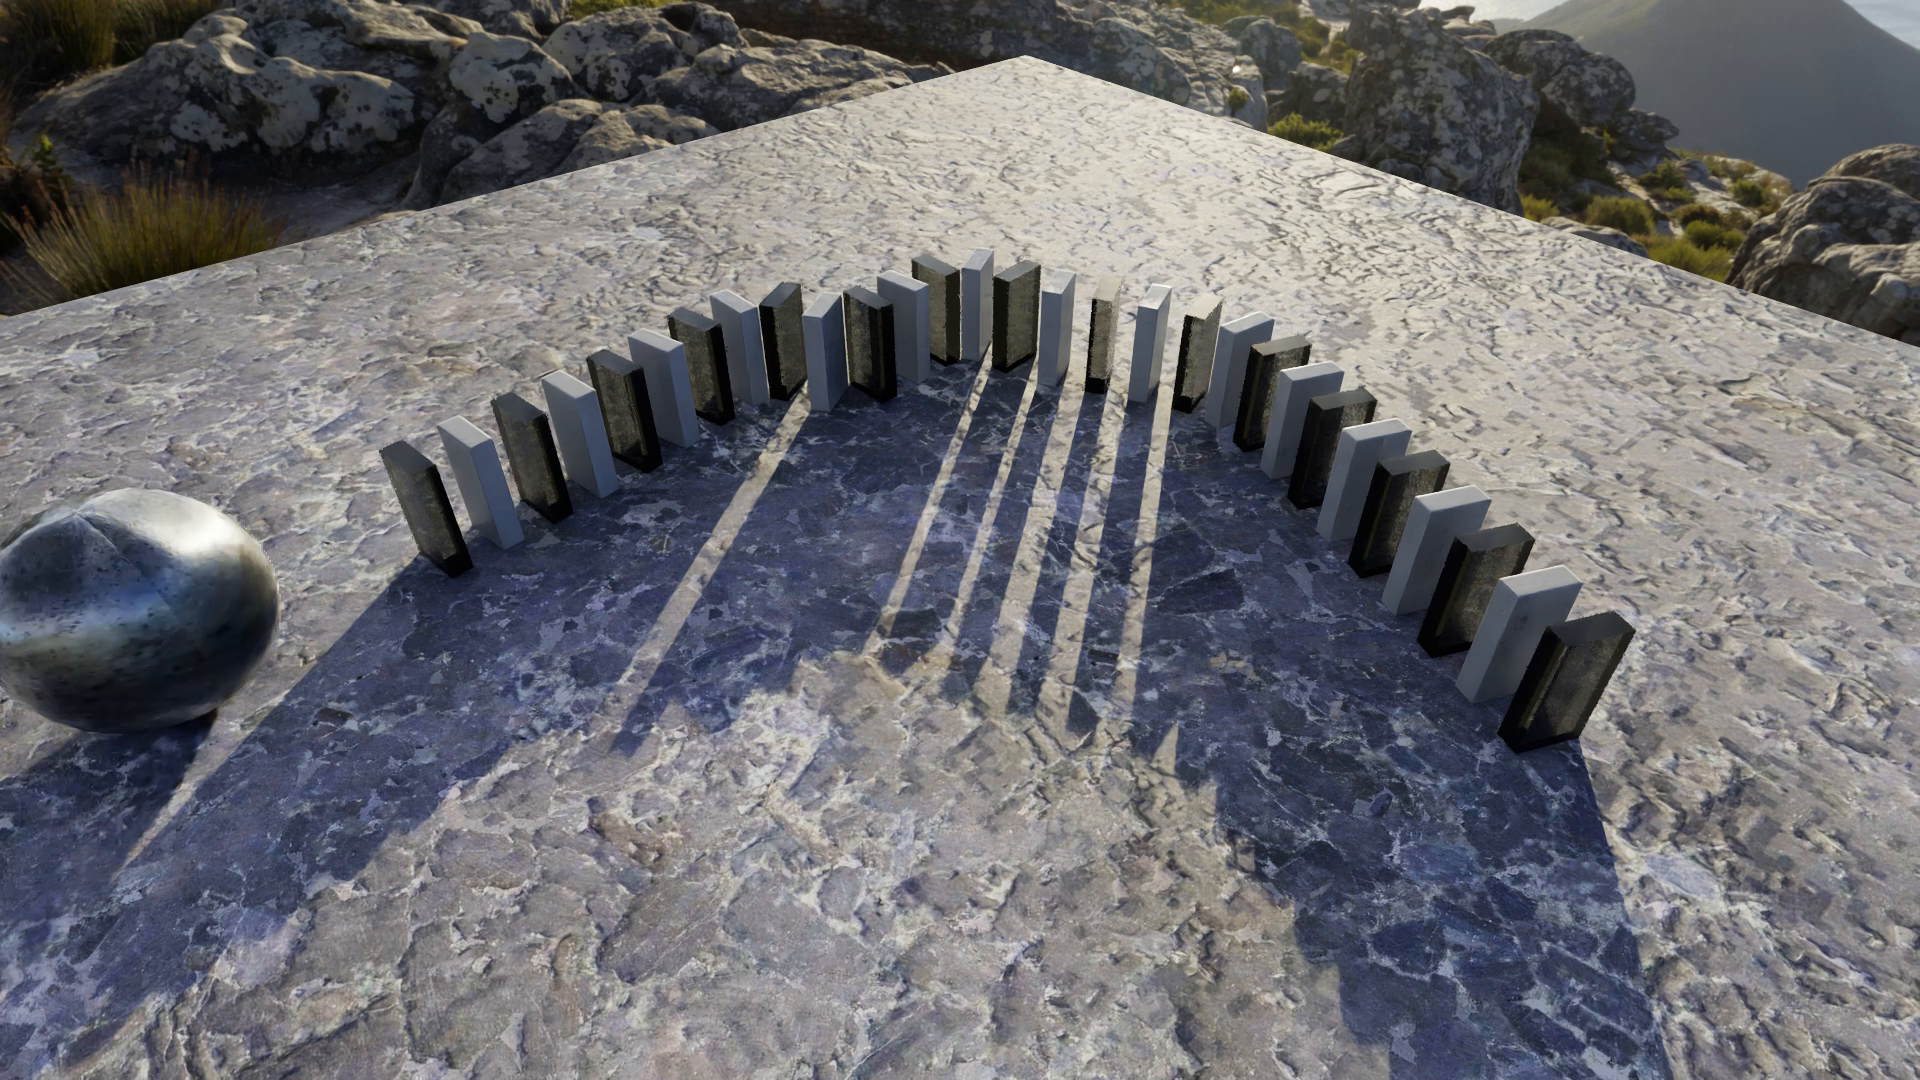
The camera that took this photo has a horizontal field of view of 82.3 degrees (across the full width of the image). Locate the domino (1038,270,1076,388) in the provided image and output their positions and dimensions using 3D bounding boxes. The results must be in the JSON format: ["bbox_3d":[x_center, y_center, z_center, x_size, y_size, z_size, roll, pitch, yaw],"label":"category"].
[{"bbox_3d":[0.047,-0.103,0.537,0.010,0.050,0.025,13,41,16],"label":"domino"}]

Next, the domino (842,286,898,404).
[{"bbox_3d":[-0.043,-0.093,0.525,0.010,0.050,0.025,-31,48,-32],"label":"domino"}]

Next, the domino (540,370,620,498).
[{"bbox_3d":[-0.160,-0.044,0.466,0.025,0.050,0.009,28,47,30],"label":"domino"}]

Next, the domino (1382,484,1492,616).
[{"bbox_3d":[0.175,0.005,0.406,0.025,0.050,0.009,-11,41,-13],"label":"domino"}]

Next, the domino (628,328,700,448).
[{"bbox_3d":[-0.133,-0.068,0.494,0.025,0.050,0.009,24,45,26],"label":"domino"}]

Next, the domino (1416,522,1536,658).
[{"bbox_3d":[0.182,0.019,0.389,0.025,0.050,0.009,-11,41,-13],"label":"domino"}]

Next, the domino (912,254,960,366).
[{"bbox_3d":[-0.012,-0.115,0.552,0.010,0.050,0.025,-30,48,-32],"label":"domino"}]

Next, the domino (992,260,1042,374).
[{"bbox_3d":[0.028,-0.111,0.547,0.010,0.050,0.025,29,47,30],"label":"domino"}]

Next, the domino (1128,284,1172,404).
[{"bbox_3d":[0.091,-0.094,0.526,0.009,0.050,0.025,15,42,18],"label":"domino"}]

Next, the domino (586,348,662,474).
[{"bbox_3d":[-0.146,-0.056,0.480,0.025,0.050,0.009,25,46,27],"label":"domino"}]

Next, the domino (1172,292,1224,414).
[{"bbox_3d":[0.112,-0.088,0.519,0.010,0.050,0.025,20,43,23],"label":"domino"}]

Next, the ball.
[{"bbox_3d":[-0.270,0.023,0.360,0.080,0.080,0.080,0,39,0],"label":"ball"}]

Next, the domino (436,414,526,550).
[{"bbox_3d":[-0.191,-0.022,0.439,0.025,0.050,0.009,29,48,31],"label":"domino"}]

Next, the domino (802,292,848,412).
[{"bbox_3d":[-0.063,-0.088,0.519,0.009,0.050,0.025,11,41,13],"label":"domino"}]

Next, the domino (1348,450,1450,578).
[{"bbox_3d":[0.168,-0.009,0.423,0.025,0.050,0.009,-11,41,-14],"label":"domino"}]

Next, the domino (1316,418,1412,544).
[{"bbox_3d":[0.161,-0.023,0.440,0.025,0.050,0.010,-12,41,-14],"label":"domino"}]

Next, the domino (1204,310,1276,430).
[{"bbox_3d":[0.128,-0.078,0.507,0.025,0.050,0.009,-23,45,-26],"label":"domino"}]

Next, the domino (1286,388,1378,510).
[{"bbox_3d":[0.154,-0.037,0.457,0.025,0.050,0.009,-11,41,-14],"label":"domino"}]

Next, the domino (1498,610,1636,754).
[{"bbox_3d":[0.195,0.047,0.355,0.025,0.050,0.010,-11,40,-13],"label":"domino"}]

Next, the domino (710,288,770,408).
[{"bbox_3d":[-0.104,-0.091,0.522,0.010,0.050,0.025,-31,48,-32],"label":"domino"}]

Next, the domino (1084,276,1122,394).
[{"bbox_3d":[0.069,-0.099,0.532,0.010,0.050,0.025,11,40,13],"label":"domino"}]

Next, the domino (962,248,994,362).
[{"bbox_3d":[0.009,-0.119,0.557,0.010,0.050,0.025,11,41,13],"label":"domino"}]

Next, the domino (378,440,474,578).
[{"bbox_3d":[-0.206,-0.011,0.425,0.025,0.050,0.010,29,47,31],"label":"domino"}]

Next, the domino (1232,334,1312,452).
[{"bbox_3d":[0.139,-0.065,0.491,0.025,0.050,0.009,-15,42,-17],"label":"domino"}]

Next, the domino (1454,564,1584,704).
[{"bbox_3d":[0.188,0.033,0.372,0.025,0.050,0.010,-11,40,-13],"label":"domino"}]

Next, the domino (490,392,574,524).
[{"bbox_3d":[-0.176,-0.033,0.452,0.025,0.050,0.010,29,47,31],"label":"domino"}]

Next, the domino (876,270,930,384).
[{"bbox_3d":[-0.027,-0.104,0.538,0.025,0.050,0.009,28,47,30],"label":"domino"}]

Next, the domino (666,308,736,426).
[{"bbox_3d":[-0.119,-0.080,0.509,0.025,0.050,0.010,25,46,27],"label":"domino"}]

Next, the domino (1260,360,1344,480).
[{"bbox_3d":[0.147,-0.051,0.474,0.025,0.050,0.010,-12,41,-14],"label":"domino"}]

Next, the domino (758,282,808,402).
[{"bbox_3d":[-0.084,-0.095,0.527,0.010,0.050,0.025,12,41,14],"label":"domino"}]
